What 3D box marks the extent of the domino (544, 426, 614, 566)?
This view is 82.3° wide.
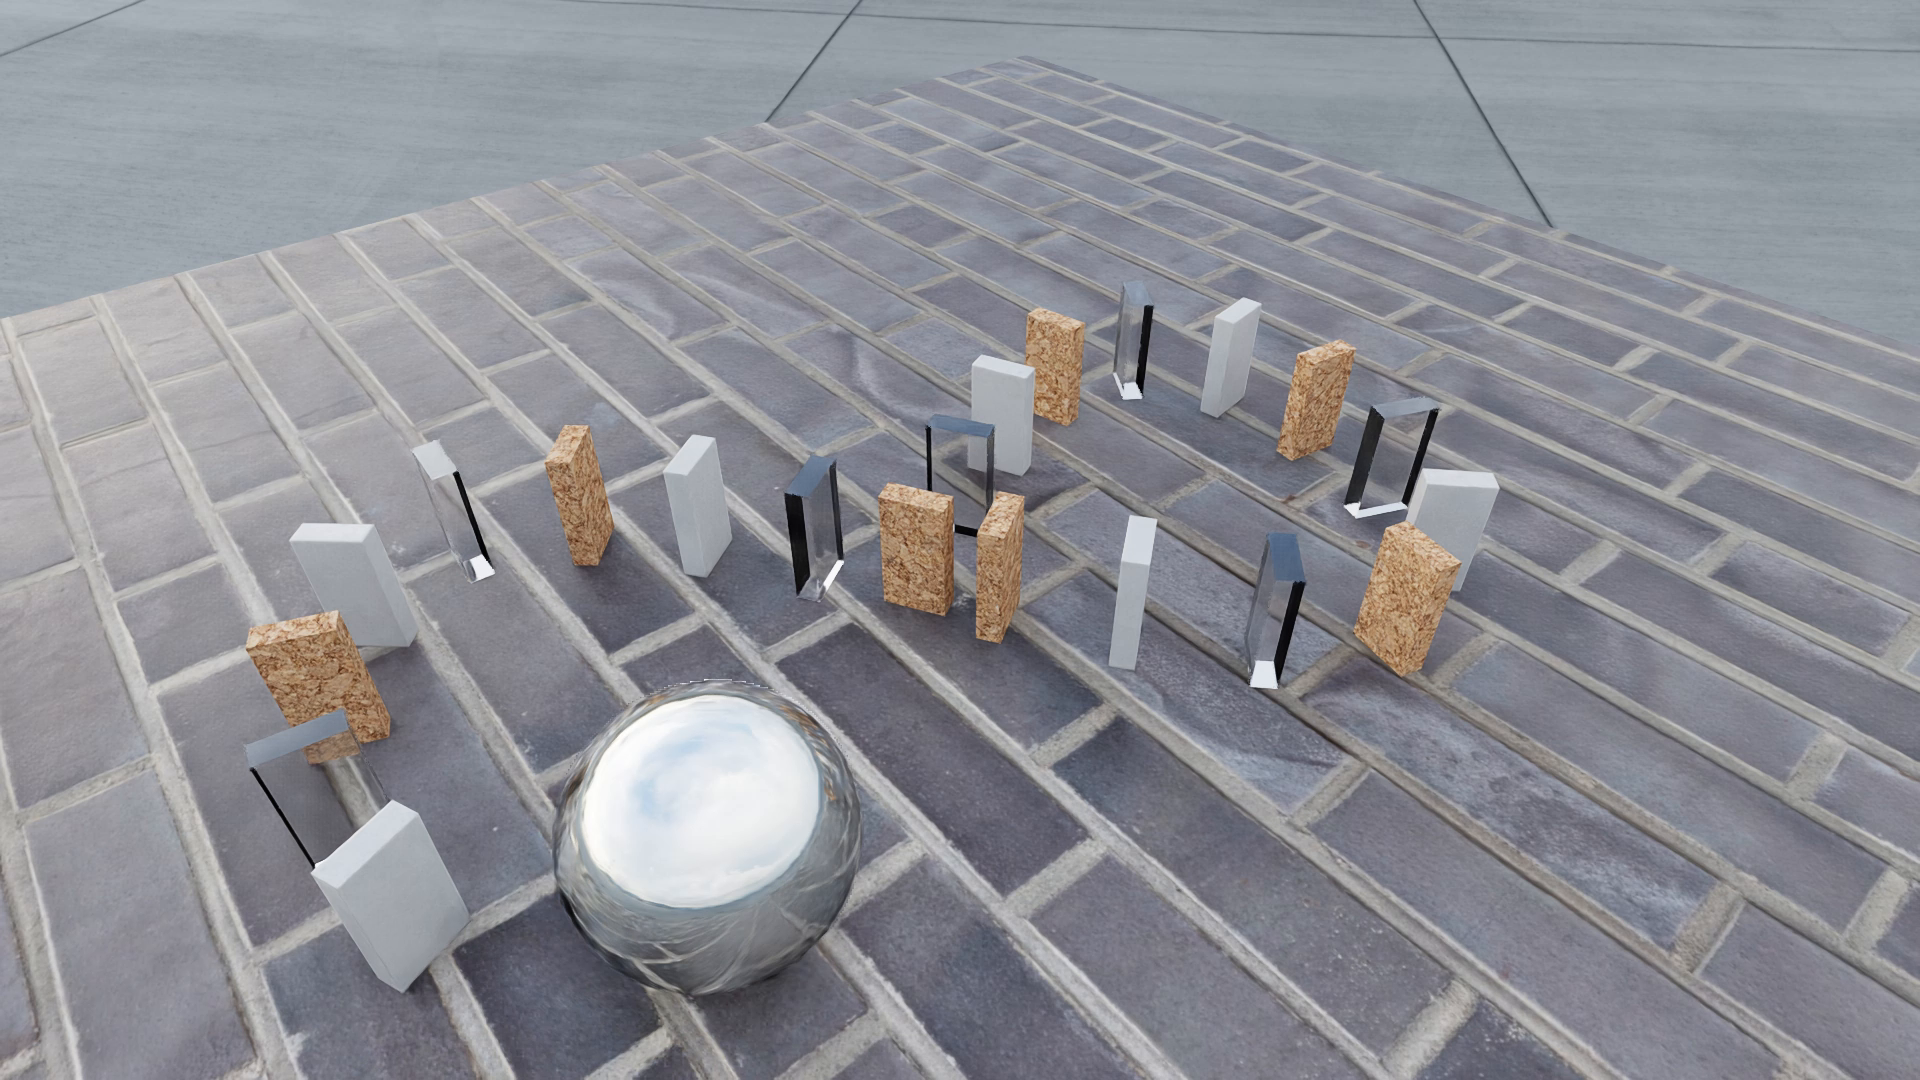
[{"bbox_3d":[-0.149,-0.017,0.432,0.010,0.050,0.025,1,39,1],"label":"domino"}]

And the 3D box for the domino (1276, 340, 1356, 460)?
[{"bbox_3d":[0.157,-0.062,0.487,0.025,0.050,0.009,-21,44,-23],"label":"domino"}]

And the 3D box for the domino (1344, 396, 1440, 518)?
[{"bbox_3d":[0.177,-0.033,0.452,0.025,0.050,0.009,-11,41,-13],"label":"domino"}]

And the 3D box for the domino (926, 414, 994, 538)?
[{"bbox_3d":[0.000,-0.025,0.442,0.025,0.050,0.010,13,41,15],"label":"domino"}]

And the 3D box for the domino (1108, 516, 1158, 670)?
[{"bbox_3d":[0.061,0.019,0.388,0.010,0.050,0.025,9,40,10],"label":"domino"}]

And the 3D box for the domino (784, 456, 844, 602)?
[{"bbox_3d":[-0.055,-0.004,0.416,0.009,0.050,0.025,11,41,13],"label":"domino"}]

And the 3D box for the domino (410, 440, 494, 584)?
[{"bbox_3d":[-0.195,-0.011,0.424,0.009,0.050,0.025,-26,46,-28],"label":"domino"}]

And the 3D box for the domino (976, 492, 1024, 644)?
[{"bbox_3d":[0.014,0.010,0.399,0.010,0.050,0.025,12,41,15],"label":"domino"}]

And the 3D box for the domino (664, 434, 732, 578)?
[{"bbox_3d":[-0.101,-0.013,0.427,0.010,0.050,0.025,9,40,11],"label":"domino"}]

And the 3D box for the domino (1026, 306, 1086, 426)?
[{"bbox_3d":[0.043,-0.080,0.509,0.025,0.050,0.010,26,46,28],"label":"domino"}]

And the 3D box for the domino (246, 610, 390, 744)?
[{"bbox_3d":[-0.205,0.047,0.354,0.025,0.050,0.009,-12,41,-15],"label":"domino"}]

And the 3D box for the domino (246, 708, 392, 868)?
[{"bbox_3d":[-0.184,0.074,0.321,0.025,0.050,0.009,-23,44,-25],"label":"domino"}]

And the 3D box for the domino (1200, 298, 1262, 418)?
[{"bbox_3d":[0.127,-0.085,0.515,0.009,0.050,0.025,29,47,31],"label":"domino"}]

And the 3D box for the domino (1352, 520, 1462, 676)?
[{"bbox_3d":[0.156,0.021,0.386,0.009,0.050,0.025,-17,42,-20],"label":"domino"}]

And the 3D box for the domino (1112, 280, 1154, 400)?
[{"bbox_3d":[0.083,-0.096,0.528,0.010,0.050,0.025,-3,39,-4],"label":"domino"}]

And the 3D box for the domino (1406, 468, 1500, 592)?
[{"bbox_3d":[0.182,-0.003,0.415,0.025,0.050,0.009,4,40,5],"label":"domino"}]

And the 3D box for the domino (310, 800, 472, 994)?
[{"bbox_3d":[-0.151,0.096,0.294,0.009,0.050,0.025,18,43,21],"label":"domino"}]

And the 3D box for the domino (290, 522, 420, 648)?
[{"bbox_3d":[-0.214,0.017,0.391,0.025,0.050,0.009,1,39,1],"label":"domino"}]

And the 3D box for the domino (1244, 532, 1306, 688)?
[{"bbox_3d":[0.108,0.025,0.381,0.010,0.050,0.025,4,39,5],"label":"domino"}]

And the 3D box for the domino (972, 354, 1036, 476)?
[{"bbox_3d":[0.018,-0.054,0.477,0.025,0.050,0.010,18,42,20],"label":"domino"}]

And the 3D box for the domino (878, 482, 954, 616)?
[{"bbox_3d":[-0.016,0.004,0.407,0.025,0.050,0.009,13,41,16],"label":"domino"}]

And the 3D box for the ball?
[{"bbox_3d":[-0.066,0.078,0.293,0.080,0.080,0.080,0,39,0],"label":"ball"}]
